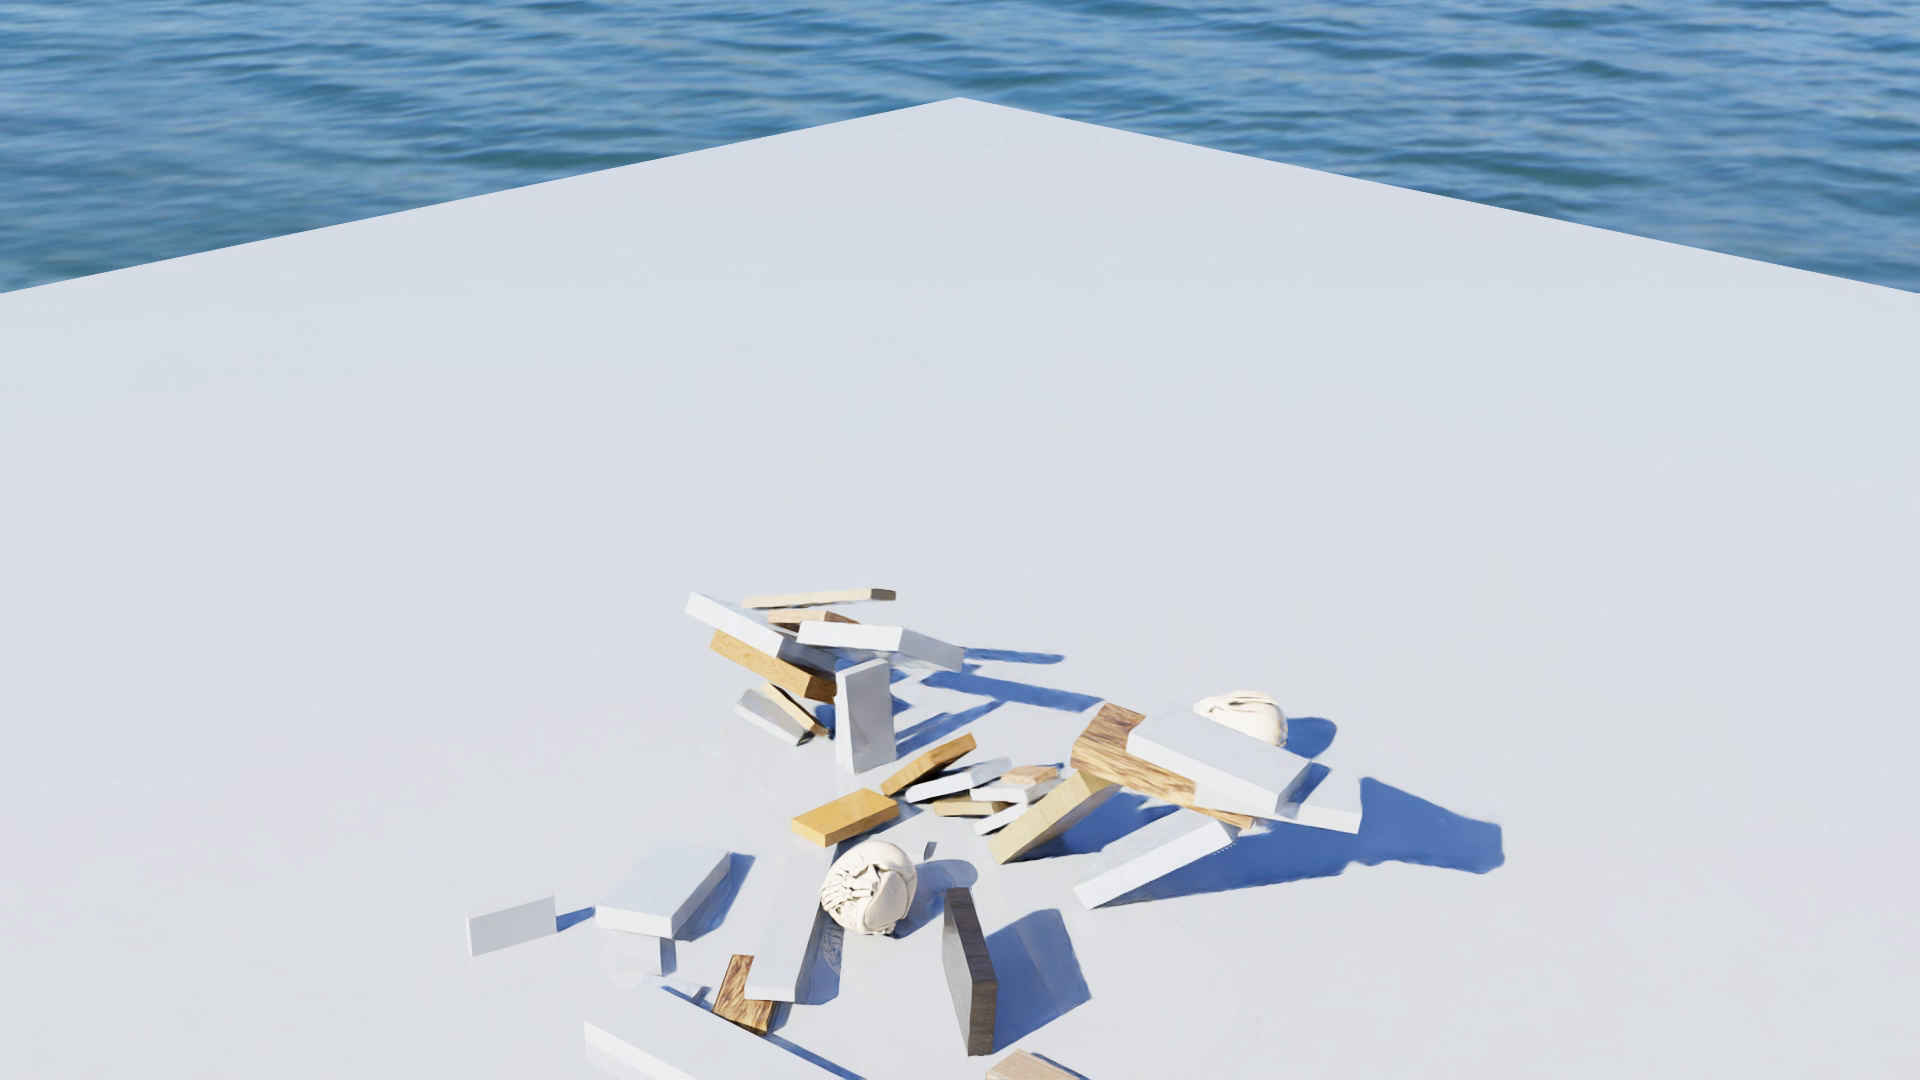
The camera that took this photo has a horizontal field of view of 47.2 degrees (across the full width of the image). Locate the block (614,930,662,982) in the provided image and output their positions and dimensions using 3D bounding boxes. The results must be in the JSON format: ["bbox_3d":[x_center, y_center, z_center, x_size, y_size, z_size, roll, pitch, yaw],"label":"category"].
[{"bbox_3d":[-0.584,0.742,3.982,0.081,0.023,0.161,-4,23,-9],"label":"block"}]

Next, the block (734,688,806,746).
[{"bbox_3d":[-0.406,0.383,4.749,0.155,0.022,0.077,29,27,3],"label":"block"}]

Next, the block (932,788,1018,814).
[{"bbox_3d":[0.037,0.523,4.412,0.090,0.025,0.179,-21,9,-40],"label":"block"}]

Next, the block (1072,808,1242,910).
[{"bbox_3d":[0.386,0.567,4.100,0.349,0.049,0.175,-31,5,33],"label":"block"}]

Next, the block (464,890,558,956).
[{"bbox_3d":[-0.818,0.699,4.010,0.161,0.081,0.023,-12,26,-26],"label":"block"}]

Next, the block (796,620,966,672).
[{"bbox_3d":[-0.169,0.223,4.617,0.174,0.049,0.347,21,-13,-38],"label":"block"}]

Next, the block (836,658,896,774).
[{"bbox_3d":[-0.196,0.369,4.604,0.111,0.221,0.031,-17,22,-34],"label":"block"}]

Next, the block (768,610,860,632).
[{"bbox_3d":[-0.319,0.180,4.786,0.099,0.028,0.198,22,-16,-40],"label":"block"}]

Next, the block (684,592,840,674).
[{"bbox_3d":[-0.442,0.205,4.906,0.174,0.049,0.347,19,2,-44],"label":"block"}]

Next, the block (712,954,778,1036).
[{"bbox_3d":[-0.369,0.795,3.851,0.099,0.028,0.198,2,23,6],"label":"block"}]

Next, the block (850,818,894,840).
[{"bbox_3d":[-0.189,0.562,4.415,0.057,0.016,0.114,20,30,39],"label":"block"}]

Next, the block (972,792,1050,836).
[{"bbox_3d":[0.111,0.534,4.336,0.090,0.025,0.179,-21,-7,-40],"label":"block"}]

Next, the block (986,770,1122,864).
[{"bbox_3d":[0.209,0.504,4.204,0.175,0.349,0.049,-20,73,-39],"label":"block"}]

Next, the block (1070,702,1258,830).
[{"bbox_3d":[0.395,0.411,4.029,0.349,0.049,0.175,18,29,18],"label":"block"}]

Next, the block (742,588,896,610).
[{"bbox_3d":[-0.308,0.129,4.746,0.387,0.023,0.081,-5,-8,40],"label":"block"}]

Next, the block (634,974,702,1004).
[{"bbox_3d":[-0.514,0.795,3.868,0.110,0.016,0.055,8,24,19],"label":"block"}]

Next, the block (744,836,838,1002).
[{"bbox_3d":[-0.305,0.689,4.057,0.086,0.024,0.568,2,19,4],"label":"block"}]

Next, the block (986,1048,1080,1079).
[{"bbox_3d":[0.136,0.899,3.612,0.173,0.024,0.086,19,29,37],"label":"block"}]

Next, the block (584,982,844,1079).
[{"bbox_3d":[-0.399,0.871,3.655,0.492,0.042,0.148,17,28,34],"label":"block"}]

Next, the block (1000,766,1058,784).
[{"bbox_3d":[0.135,0.459,4.297,0.057,0.016,0.114,-20,8,-33],"label":"block"}]

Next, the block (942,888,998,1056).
[{"bbox_3d":[0.014,0.745,3.814,0.042,0.148,0.295,0,23,-10],"label":"block"}]

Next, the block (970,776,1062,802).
[{"bbox_3d":[0.108,0.486,4.320,0.090,0.025,0.179,-19,7,-36],"label":"block"}]

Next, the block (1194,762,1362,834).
[{"bbox_3d":[0.564,0.441,3.921,0.291,0.041,0.145,10,27,2],"label":"block"}]

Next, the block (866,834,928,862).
[{"bbox_3d":[-0.123,0.604,4.317,0.114,0.016,0.057,4,23,9],"label":"block"}]

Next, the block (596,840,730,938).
[{"bbox_3d":[-0.555,0.652,4.133,0.148,0.042,0.295,6,18,14],"label":"block"}]

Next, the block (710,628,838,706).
[{"bbox_3d":[-0.378,0.284,4.829,0.174,0.049,0.347,19,2,-45],"label":"block"}]

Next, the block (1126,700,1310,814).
[{"bbox_3d":[0.459,0.384,3.910,0.291,0.041,0.145,22,30,24],"label":"block"}]

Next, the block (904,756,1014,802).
[{"bbox_3d":[-0.004,0.483,4.438,0.111,0.031,0.221,-18,-2,-40],"label":"block"}]

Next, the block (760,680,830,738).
[{"bbox_3d":[-0.354,0.365,4.724,0.155,0.022,0.077,38,0,28],"label":"block"}]

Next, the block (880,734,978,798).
[{"bbox_3d":[-0.065,0.458,4.457,0.111,0.031,0.221,-20,-12,-35],"label":"block"}]

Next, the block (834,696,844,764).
[{"bbox_3d":[-0.228,0.389,4.645,0.022,0.155,0.077,18,29,36],"label":"block"}]

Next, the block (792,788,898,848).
[{"bbox_3d":[-0.227,0.551,4.372,0.099,0.028,0.198,19,27,42],"label":"block"}]
